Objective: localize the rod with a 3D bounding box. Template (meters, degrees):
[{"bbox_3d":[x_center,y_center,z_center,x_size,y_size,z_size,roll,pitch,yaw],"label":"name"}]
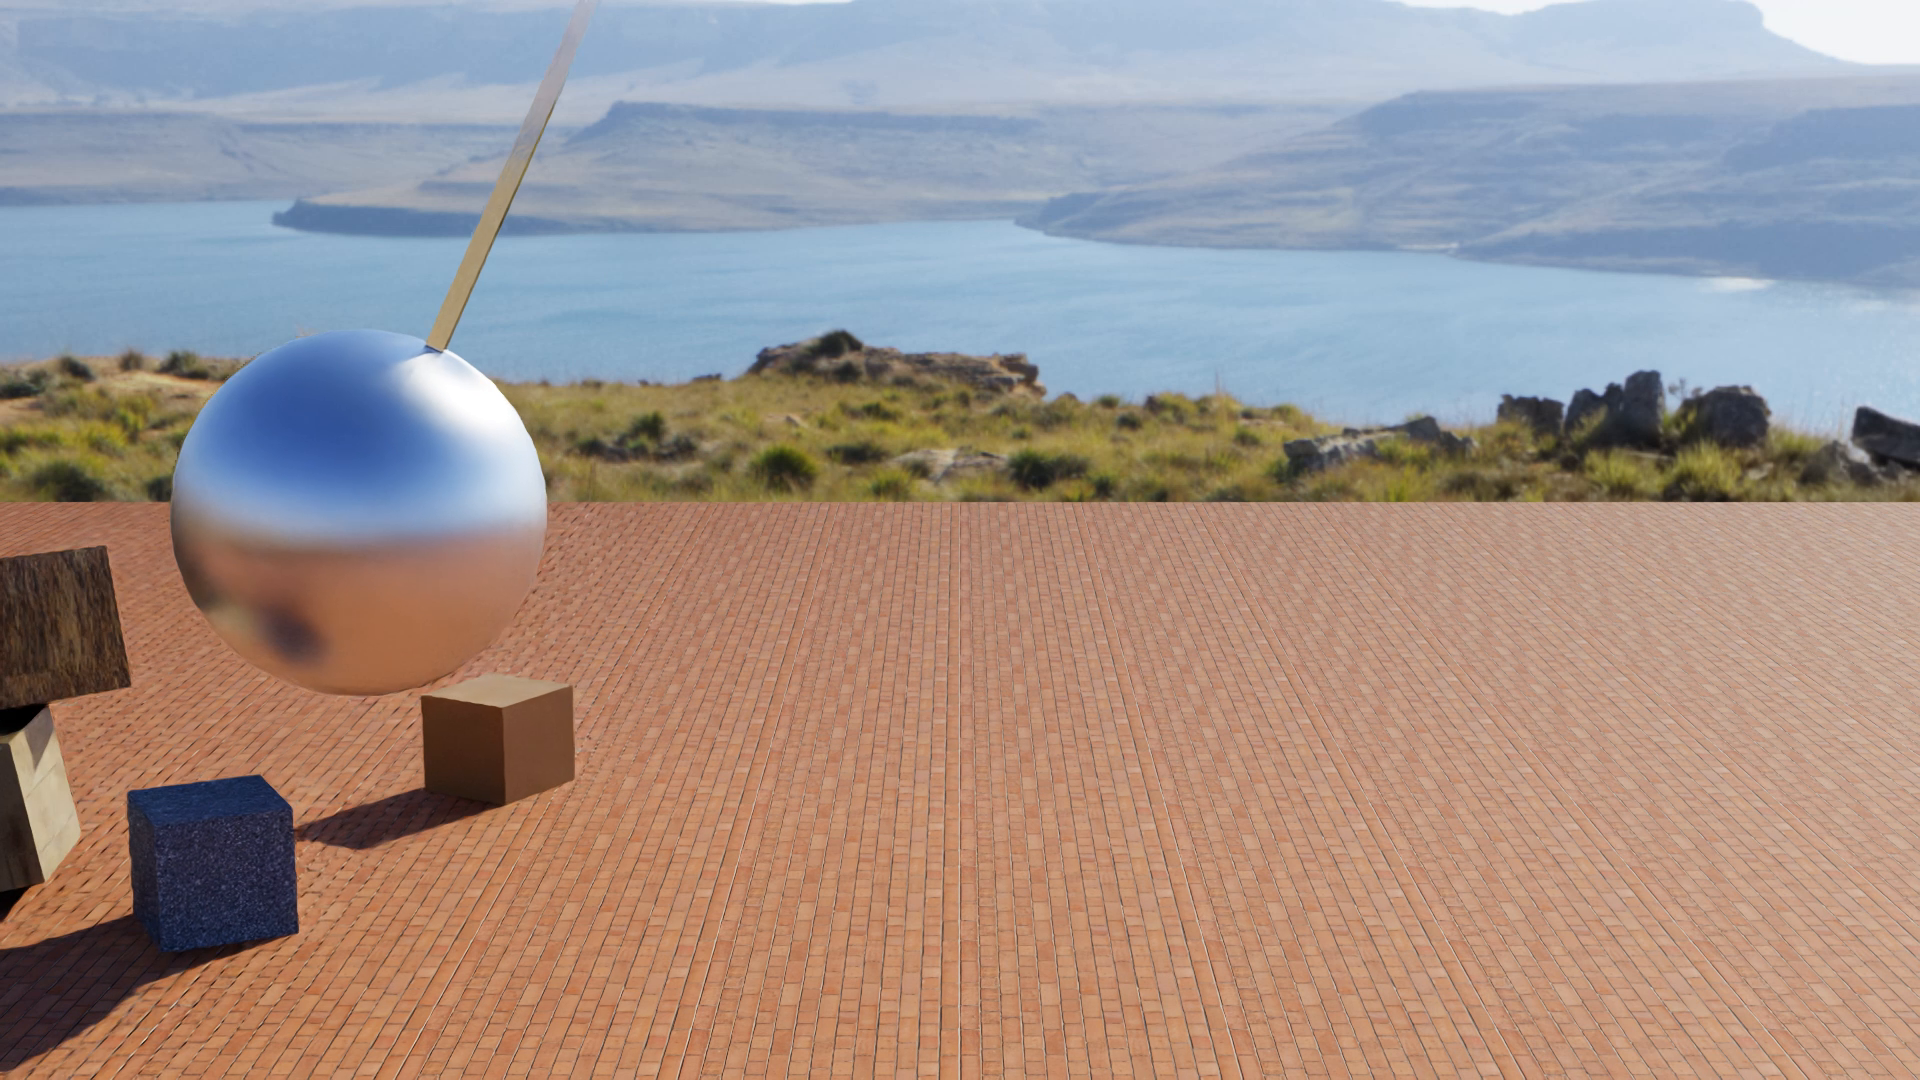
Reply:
[{"bbox_3d":[-1.128,-3.132,10.611,0.080,5.200,0.080,25,9,-4],"label":"rod"}]

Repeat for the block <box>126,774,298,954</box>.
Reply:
[{"bbox_3d":[-3.119,1.340,10.697,0.554,0.536,0.582,-6,12,-28],"label":"block"}]

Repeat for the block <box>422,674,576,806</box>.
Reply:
[{"bbox_3d":[-2.297,0.985,12.782,0.518,0.489,0.534,6,12,30],"label":"block"}]

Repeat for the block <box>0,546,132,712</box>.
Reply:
[{"bbox_3d":[-4.158,0.416,11.338,0.548,0.642,0.658,-11,-1,38],"label":"block"}]

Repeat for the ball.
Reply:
[{"bbox_3d":[-2.603,-0.118,11.159,1.600,1.600,1.600,0,10,0],"label":"ball"}]

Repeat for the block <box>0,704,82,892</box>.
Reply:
[{"bbox_3d":[-4.314,1.157,11.147,0.688,0.627,0.694,-11,11,-4],"label":"block"}]
